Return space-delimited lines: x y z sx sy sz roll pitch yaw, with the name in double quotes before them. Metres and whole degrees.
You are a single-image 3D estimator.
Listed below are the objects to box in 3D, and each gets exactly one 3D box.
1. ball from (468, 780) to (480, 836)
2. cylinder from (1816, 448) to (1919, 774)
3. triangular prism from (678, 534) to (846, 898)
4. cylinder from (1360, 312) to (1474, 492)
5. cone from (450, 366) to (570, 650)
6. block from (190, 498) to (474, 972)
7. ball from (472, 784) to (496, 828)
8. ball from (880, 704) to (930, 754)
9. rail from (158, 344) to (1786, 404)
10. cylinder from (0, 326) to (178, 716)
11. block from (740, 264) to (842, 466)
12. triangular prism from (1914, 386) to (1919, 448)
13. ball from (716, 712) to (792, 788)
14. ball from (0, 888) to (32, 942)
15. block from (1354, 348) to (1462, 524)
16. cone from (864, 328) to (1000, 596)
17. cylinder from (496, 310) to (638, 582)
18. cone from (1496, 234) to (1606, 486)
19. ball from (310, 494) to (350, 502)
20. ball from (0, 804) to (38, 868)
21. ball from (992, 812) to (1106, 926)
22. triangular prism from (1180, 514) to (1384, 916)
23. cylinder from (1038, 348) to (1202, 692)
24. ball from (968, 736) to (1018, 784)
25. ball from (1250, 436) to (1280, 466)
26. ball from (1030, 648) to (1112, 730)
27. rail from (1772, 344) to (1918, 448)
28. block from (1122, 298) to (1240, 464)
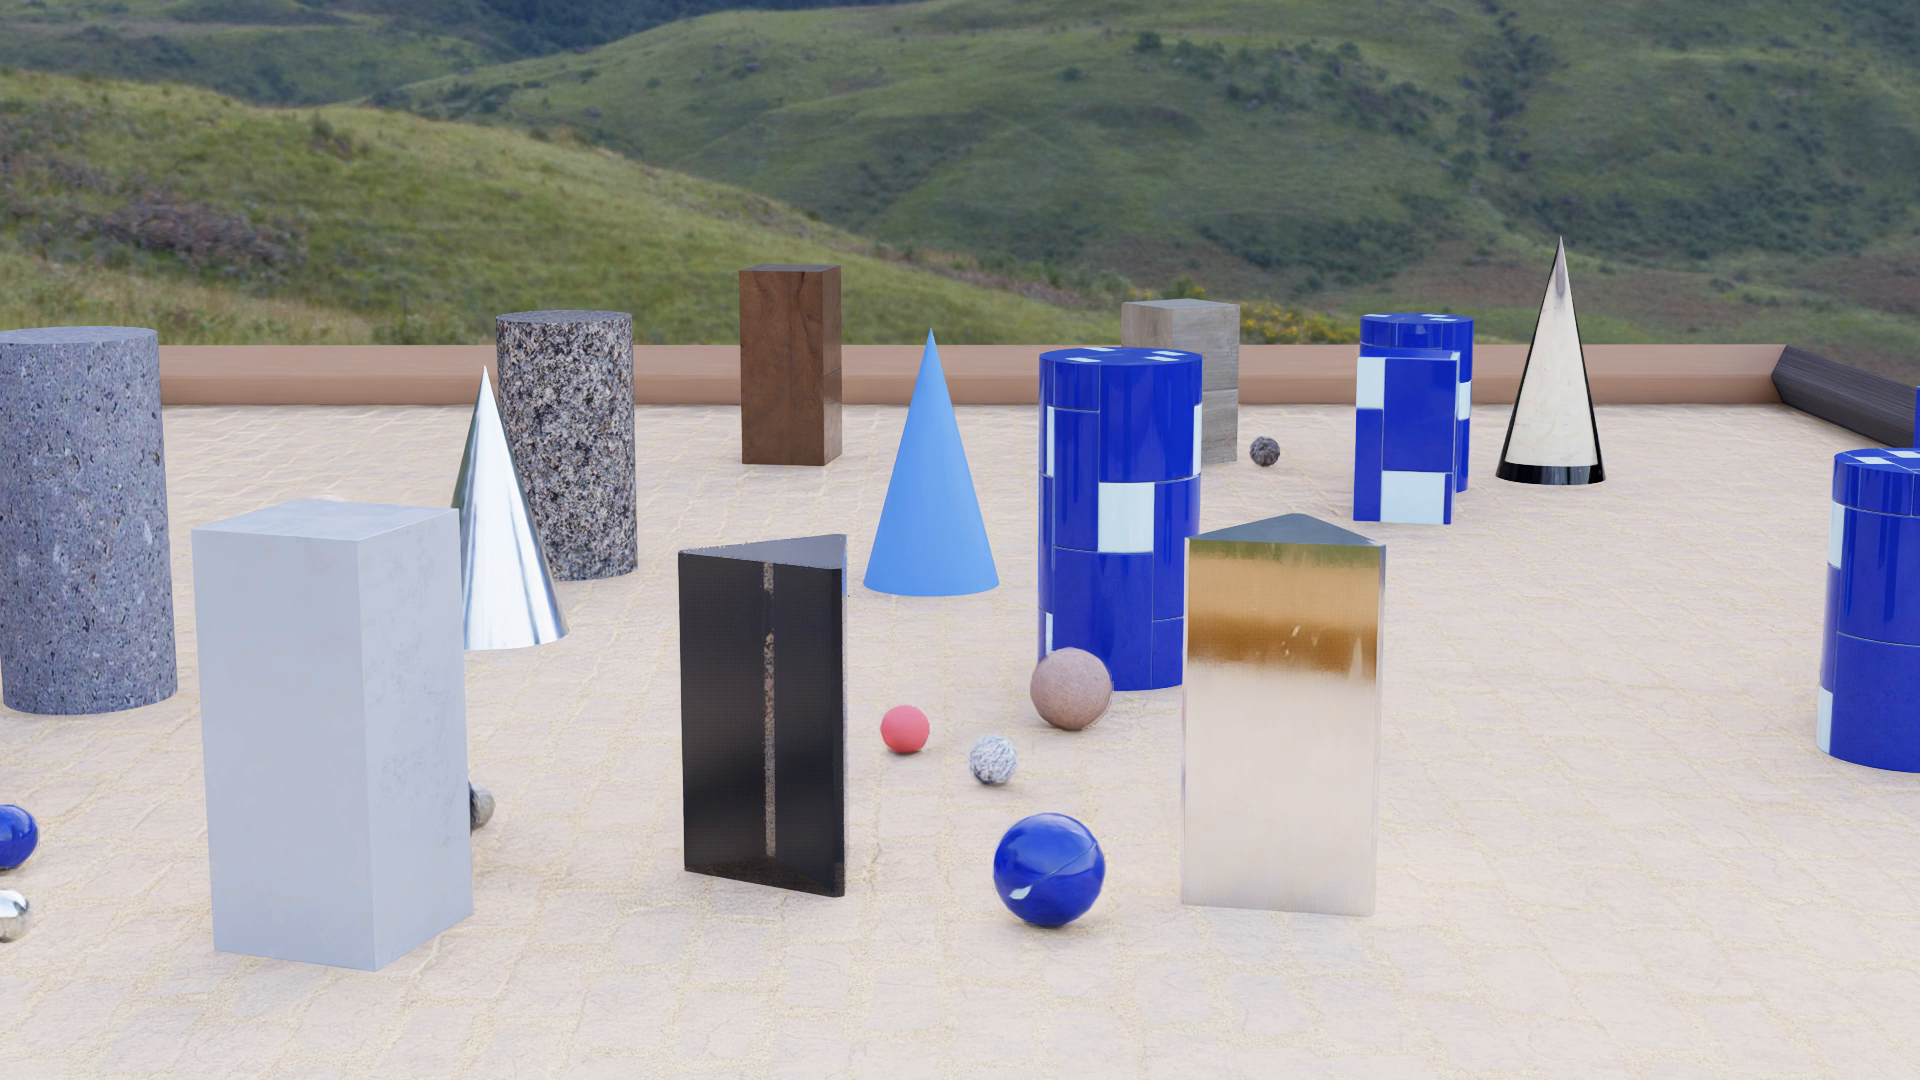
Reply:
"ball" -0.490 0.252 2.386 0.085 0.085 0.085 0 11 0
"cylinder" 1.022 0.071 2.730 0.194 0.314 0.194 0 11 0
"triangular prism" -0.144 0.152 2.346 0.168 0.296 0.146 6 12 28
"cylinder" 0.789 -0.239 4.456 0.194 0.294 0.194 0 11 0
"cone" -0.604 -0.051 3.294 0.194 0.349 0.194 0 11 0
"block" -0.522 0.158 2.149 0.155 0.357 0.155 4 11 19
"ball" -0.470 0.257 2.475 0.042 0.042 0.042 0 11 0
"ball" -0.059 0.202 2.742 0.053 0.053 0.053 0 11 0
"rail" -0.012 -0.354 5.532 3.607 0.126 0.045 0 11 0
"cylinder" -1.016 -0.027 2.962 0.194 0.422 0.194 0 11 0
"block" -0.312 -0.327 4.758 0.155 0.356 0.155 2 11 10
"triangular prism" 1.332 -0.048 3.400 0.146 0.304 0.168 8 13 38
"ball" -0.211 0.214 2.612 0.077 0.077 0.077 0 11 0
"ball" -0.804 0.315 2.157 0.045 0.045 0.045 0 11 0
"block" 0.728 -0.171 4.174 0.155 0.263 0.155 2 11 13
"cone" -0.041 -0.118 3.614 0.194 0.364 0.194 0 11 0
"cylinder" -0.569 -0.140 3.718 0.194 0.369 0.194 0 11 0
"cone" 1.055 -0.325 4.546 0.194 0.431 0.194 0 11 0
"ball" -0.953 -0.026 3.873 0.089 0.089 0.089 0 11 0
"ball" -0.876 0.271 2.351 0.059 0.059 0.059 0 11 0
"ball" 0.076 0.281 2.193 0.097 0.097 0.097 0 11 0
"triangular prism" 0.290 0.149 2.278 0.168 0.326 0.146 2 11 12
"cylinder" 0.191 -0.029 3.078 0.194 0.385 0.194 0 11 0
"ball" 0.034 0.225 2.624 0.051 0.051 0.051 0 11 0
"ball" 0.557 -0.162 4.693 0.056 0.056 0.056 0 11 0
"ball" 0.123 0.164 2.843 0.090 0.090 0.090 0 11 0
"rail" 1.780 0.031 3.459 0.045 0.126 4.284 0 11 0
"block" 0.407 -0.294 4.763 0.155 0.290 0.155 -7 12 -32
